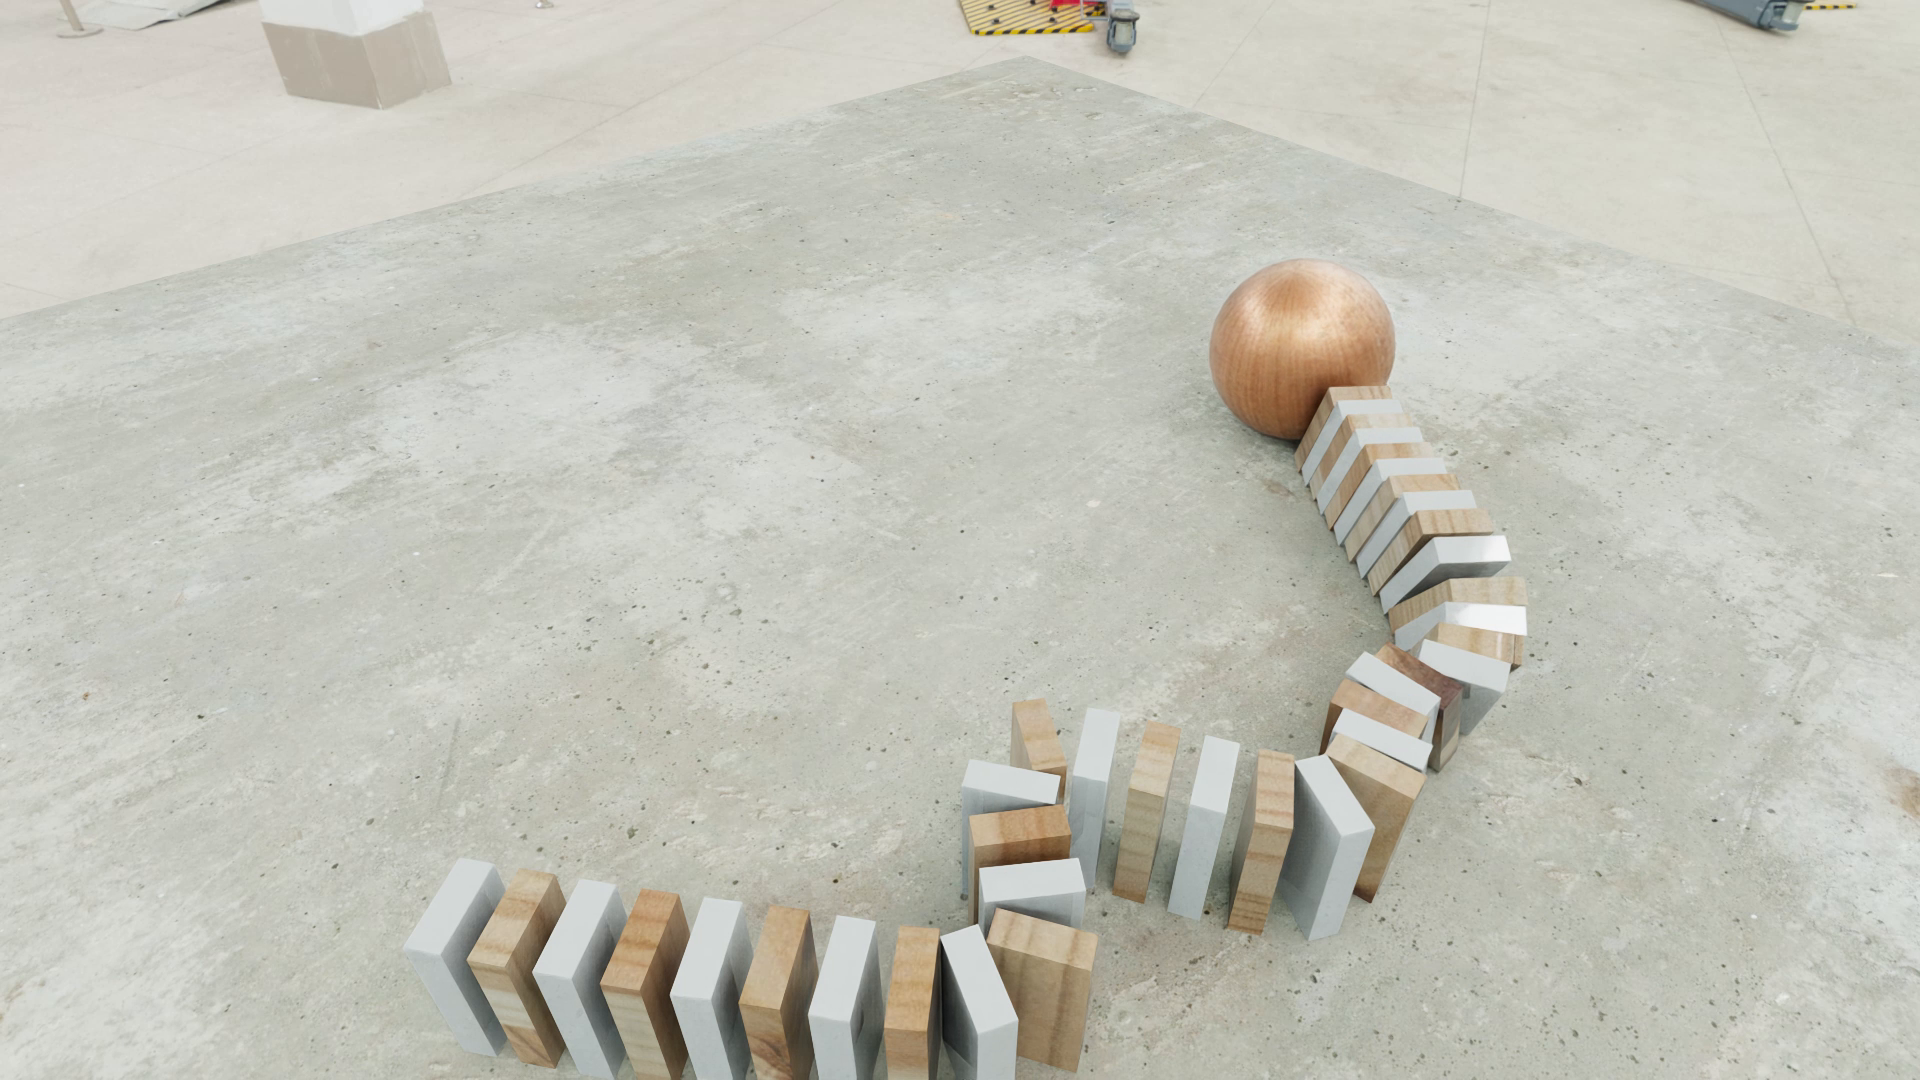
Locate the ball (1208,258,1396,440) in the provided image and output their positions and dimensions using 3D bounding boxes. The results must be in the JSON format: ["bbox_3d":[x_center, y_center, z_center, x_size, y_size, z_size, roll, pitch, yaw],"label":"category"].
[{"bbox_3d":[0.152,-0.085,0.492,0.080,0.080,0.080,0,39,0],"label":"ball"}]

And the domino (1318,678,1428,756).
[{"bbox_3d":[0.123,0.064,0.332,0.025,0.050,0.009,26,59,28],"label":"domino"}]

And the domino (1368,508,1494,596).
[{"bbox_3d":[0.172,0.005,0.405,0.025,0.050,0.010,-2,61,-2],"label":"domino"}]

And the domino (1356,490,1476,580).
[{"bbox_3d":[0.170,-0.001,0.413,0.025,0.050,0.010,-2,61,-2],"label":"domino"}]

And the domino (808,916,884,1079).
[{"bbox_3d":[-0.027,0.117,0.268,0.009,0.050,0.025,6,40,8],"label":"domino"}]

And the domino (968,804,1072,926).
[{"bbox_3d":[0.015,0.093,0.298,0.025,0.050,0.009,-5,40,-7],"label":"domino"}]

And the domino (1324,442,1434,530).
[{"bbox_3d":[0.166,-0.021,0.437,0.025,0.050,0.009,-2,61,-2],"label":"domino"}]

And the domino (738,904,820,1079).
[{"bbox_3d":[-0.043,0.115,0.270,0.009,0.050,0.025,6,40,7],"label":"domino"}]

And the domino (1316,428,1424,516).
[{"bbox_3d":[0.165,-0.027,0.444,0.025,0.050,0.010,-2,61,-2],"label":"domino"}]

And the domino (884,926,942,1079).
[{"bbox_3d":[-0.011,0.119,0.266,0.010,0.050,0.025,4,39,4],"label":"domino"}]

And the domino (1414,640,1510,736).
[{"bbox_3d":[0.157,0.048,0.354,0.025,0.050,0.010,17,70,19],"label":"domino"}]

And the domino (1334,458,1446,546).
[{"bbox_3d":[0.167,-0.014,0.429,0.025,0.050,0.009,-2,61,-2],"label":"domino"}]

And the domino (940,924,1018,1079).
[{"bbox_3d":[0.004,0.119,0.266,0.009,0.050,0.025,-13,41,-16],"label":"domino"}]

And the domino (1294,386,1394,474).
[{"bbox_3d":[0.163,-0.046,0.468,0.025,0.050,0.010,-2,61,-2],"label":"domino"}]

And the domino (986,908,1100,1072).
[{"bbox_3d":[0.019,0.113,0.274,0.025,0.050,0.010,11,41,13],"label":"domino"}]

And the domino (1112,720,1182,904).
[{"bbox_3d":[0.053,0.079,0.316,0.009,0.050,0.025,13,41,15],"label":"domino"}]

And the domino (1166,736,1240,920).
[{"bbox_3d":[0.069,0.082,0.311,0.009,0.050,0.025,12,41,15],"label":"domino"}]

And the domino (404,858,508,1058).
[{"bbox_3d":[-0.123,0.107,0.281,0.009,0.050,0.025,7,40,8],"label":"domino"}]

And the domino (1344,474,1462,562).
[{"bbox_3d":[0.169,-0.008,0.421,0.025,0.050,0.010,-2,61,-2],"label":"domino"}]

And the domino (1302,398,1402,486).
[{"bbox_3d":[0.163,-0.040,0.460,0.025,0.050,0.009,-2,61,-2],"label":"domino"}]

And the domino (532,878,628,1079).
[{"bbox_3d":[-0.091,0.111,0.276,0.009,0.050,0.025,6,40,8],"label":"domino"}]

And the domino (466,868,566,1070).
[{"bbox_3d":[-0.107,0.109,0.278,0.009,0.050,0.025,7,40,8],"label":"domino"}]

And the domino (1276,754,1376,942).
[{"bbox_3d":[0.099,0.086,0.306,0.010,0.050,0.025,-11,41,-10],"label":"domino"}]

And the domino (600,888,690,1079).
[{"bbox_3d":[-0.075,0.113,0.274,0.009,0.050,0.025,6,40,7],"label":"domino"}]

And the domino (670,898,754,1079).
[{"bbox_3d":[-0.059,0.114,0.272,0.009,0.050,0.025,5,40,6],"label":"domino"}]

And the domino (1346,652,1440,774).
[{"bbox_3d":[0.132,0.058,0.341,0.009,0.050,0.025,-41,52,-17],"label":"domino"}]

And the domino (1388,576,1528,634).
[{"bbox_3d":[0.173,0.024,0.386,0.025,0.050,0.009,-2,75,-2],"label":"domino"}]

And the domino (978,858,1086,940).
[{"bbox_3d":[0.018,0.103,0.286,0.025,0.050,0.010,-4,40,-5],"label":"domino"}]

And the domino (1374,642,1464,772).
[{"bbox_3d":[0.143,0.053,0.347,0.009,0.050,0.025,-46,53,-11],"label":"domino"}]

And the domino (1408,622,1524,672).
[{"bbox_3d":[0.165,0.040,0.364,0.025,0.050,0.009,9,72,11],"label":"domino"}]

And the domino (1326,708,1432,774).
[{"bbox_3d":[0.118,0.073,0.322,0.025,0.050,0.009,23,49,25],"label":"domino"}]

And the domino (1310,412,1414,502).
[{"bbox_3d":[0.164,-0.033,0.452,0.025,0.050,0.009,-2,61,-2],"label":"domino"}]

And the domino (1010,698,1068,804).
[{"bbox_3d":[0.022,0.073,0.322,0.010,0.050,0.025,-7,40,-8],"label":"domino"}]

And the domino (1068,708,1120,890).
[{"bbox_3d":[0.038,0.075,0.319,0.009,0.050,0.025,9,40,11],"label":"domino"}]

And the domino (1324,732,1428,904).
[{"bbox_3d":[0.113,0.080,0.314,0.025,0.050,0.009,26,47,28],"label":"domino"}]

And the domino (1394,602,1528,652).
[{"bbox_3d":[0.170,0.032,0.376,0.025,0.050,0.010,3,75,4],"label":"domino"}]

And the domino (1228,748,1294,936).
[{"bbox_3d":[0.084,0.085,0.308,0.009,0.050,0.025,9,40,11],"label":"domino"}]

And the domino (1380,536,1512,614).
[{"bbox_3d":[0.173,0.013,0.396,0.025,0.050,0.009,-2,66,-2],"label":"domino"}]

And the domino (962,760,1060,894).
[{"bbox_3d":[0.014,0.084,0.309,0.025,0.050,0.009,9,40,10],"label":"domino"}]
